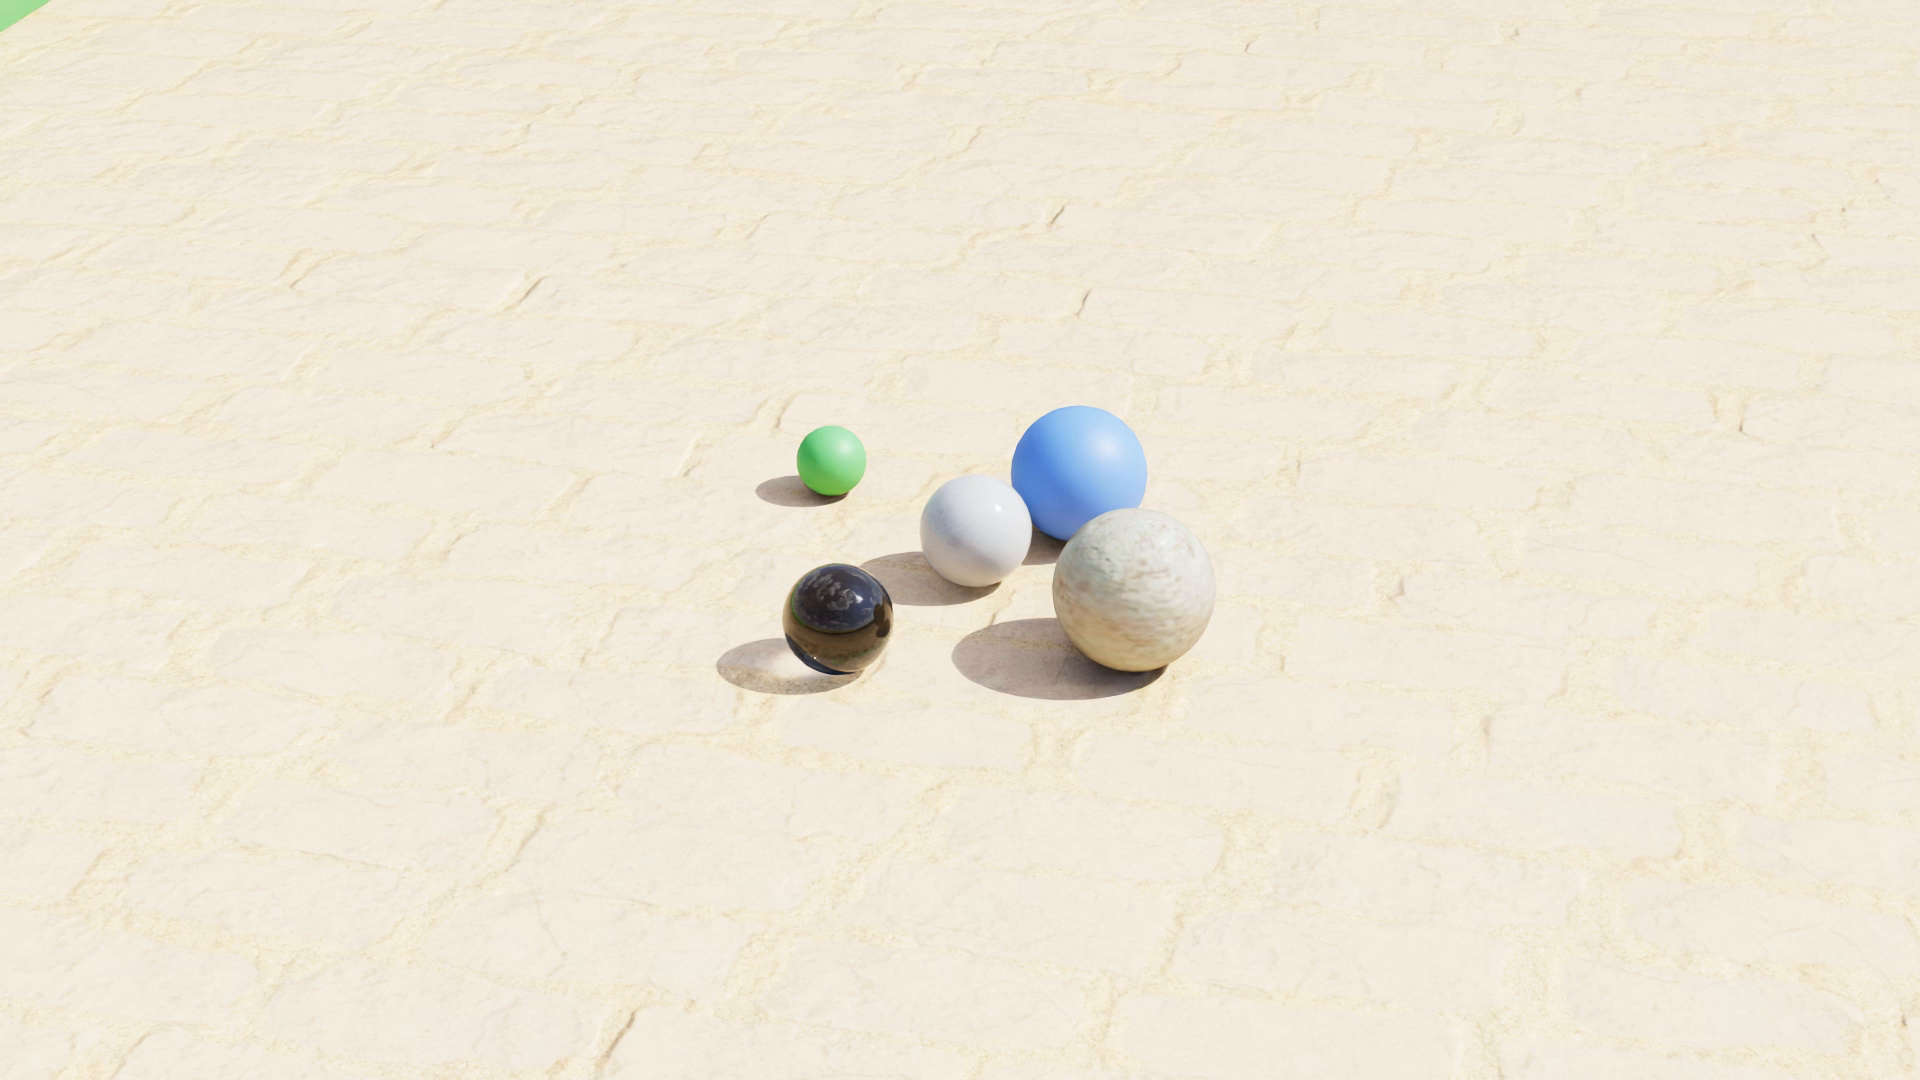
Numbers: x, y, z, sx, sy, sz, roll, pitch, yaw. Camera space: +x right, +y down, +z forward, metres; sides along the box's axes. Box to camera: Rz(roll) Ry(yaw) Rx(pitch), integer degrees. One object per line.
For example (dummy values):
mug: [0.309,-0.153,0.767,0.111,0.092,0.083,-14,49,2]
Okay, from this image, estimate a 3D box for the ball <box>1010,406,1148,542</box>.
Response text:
ball: [0.070,-0.039,1.744,0.081,0.081,0.081,0,29,0]

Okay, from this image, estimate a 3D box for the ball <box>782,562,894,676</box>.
ball: [-0.067,0.043,1.614,0.062,0.062,0.062,0,29,0]

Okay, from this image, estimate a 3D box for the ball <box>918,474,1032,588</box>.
ball: [0.009,-0.006,1.699,0.066,0.066,0.066,0,29,0]

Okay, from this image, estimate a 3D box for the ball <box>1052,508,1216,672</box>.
ball: [0.095,0.027,1.614,0.090,0.090,0.090,0,29,0]

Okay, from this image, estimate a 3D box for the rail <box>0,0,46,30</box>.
rail: [-0.780,-0.563,2.655,0.045,0.119,3.649,6,29,12]

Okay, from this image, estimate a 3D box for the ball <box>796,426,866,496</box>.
ball: [-0.079,-0.049,1.800,0.043,0.043,0.043,0,29,0]
